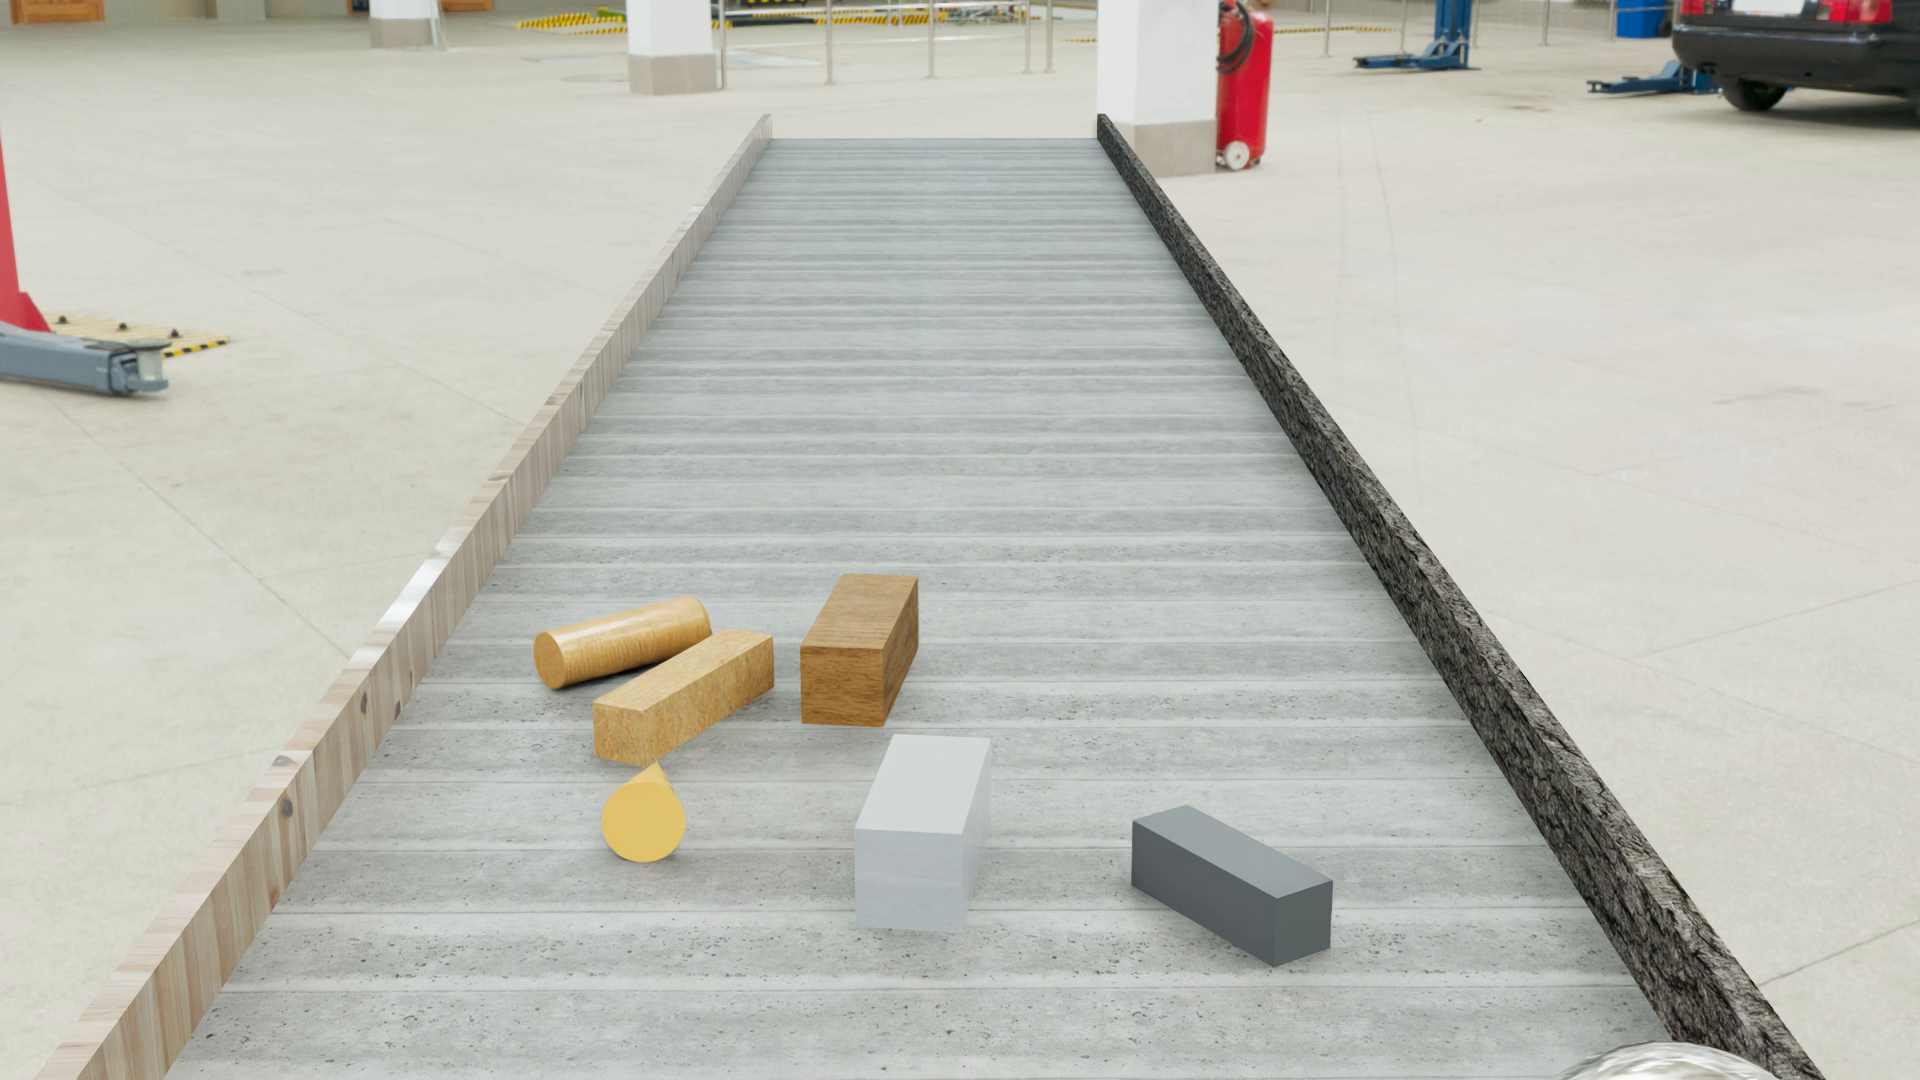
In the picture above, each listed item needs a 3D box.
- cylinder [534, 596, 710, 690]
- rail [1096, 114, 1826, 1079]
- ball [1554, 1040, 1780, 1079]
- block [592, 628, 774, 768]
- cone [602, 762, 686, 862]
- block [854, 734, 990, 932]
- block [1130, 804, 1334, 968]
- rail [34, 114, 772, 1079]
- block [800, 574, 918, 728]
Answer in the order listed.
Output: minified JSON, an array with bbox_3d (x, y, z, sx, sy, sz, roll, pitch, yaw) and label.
[{"bbox_3d":[-0.665,0.201,4.351,0.340,0.114,0.114,-14,22,-39],"label":"cylinder"},{"bbox_3d":[0.932,-0.844,7.801,0.050,0.150,12.000,0,17,-1],"label":"rail"},{"bbox_3d":[0.733,0.697,2.252,0.360,0.360,0.360,0,17,0],"label":"ball"},{"bbox_3d":[-0.506,0.286,4.080,0.105,0.105,0.451,8,18,25],"label":"block"},{"bbox_3d":[-0.520,0.420,3.700,0.132,0.132,0.420,-1,8,-5],"label":"cone"},{"bbox_3d":[-0.053,0.450,3.433,0.159,0.159,0.380,2,17,7],"label":"block"},{"bbox_3d":[0.404,0.515,3.305,0.109,0.109,0.330,-11,20,-33],"label":"block"},{"bbox_3d":[-1.118,-0.838,7.780,0.050,0.150,12.000,0,17,-1],"label":"rail"},{"bbox_3d":[-0.189,0.207,4.262,0.153,0.153,0.448,2,17,7],"label":"block"}]
